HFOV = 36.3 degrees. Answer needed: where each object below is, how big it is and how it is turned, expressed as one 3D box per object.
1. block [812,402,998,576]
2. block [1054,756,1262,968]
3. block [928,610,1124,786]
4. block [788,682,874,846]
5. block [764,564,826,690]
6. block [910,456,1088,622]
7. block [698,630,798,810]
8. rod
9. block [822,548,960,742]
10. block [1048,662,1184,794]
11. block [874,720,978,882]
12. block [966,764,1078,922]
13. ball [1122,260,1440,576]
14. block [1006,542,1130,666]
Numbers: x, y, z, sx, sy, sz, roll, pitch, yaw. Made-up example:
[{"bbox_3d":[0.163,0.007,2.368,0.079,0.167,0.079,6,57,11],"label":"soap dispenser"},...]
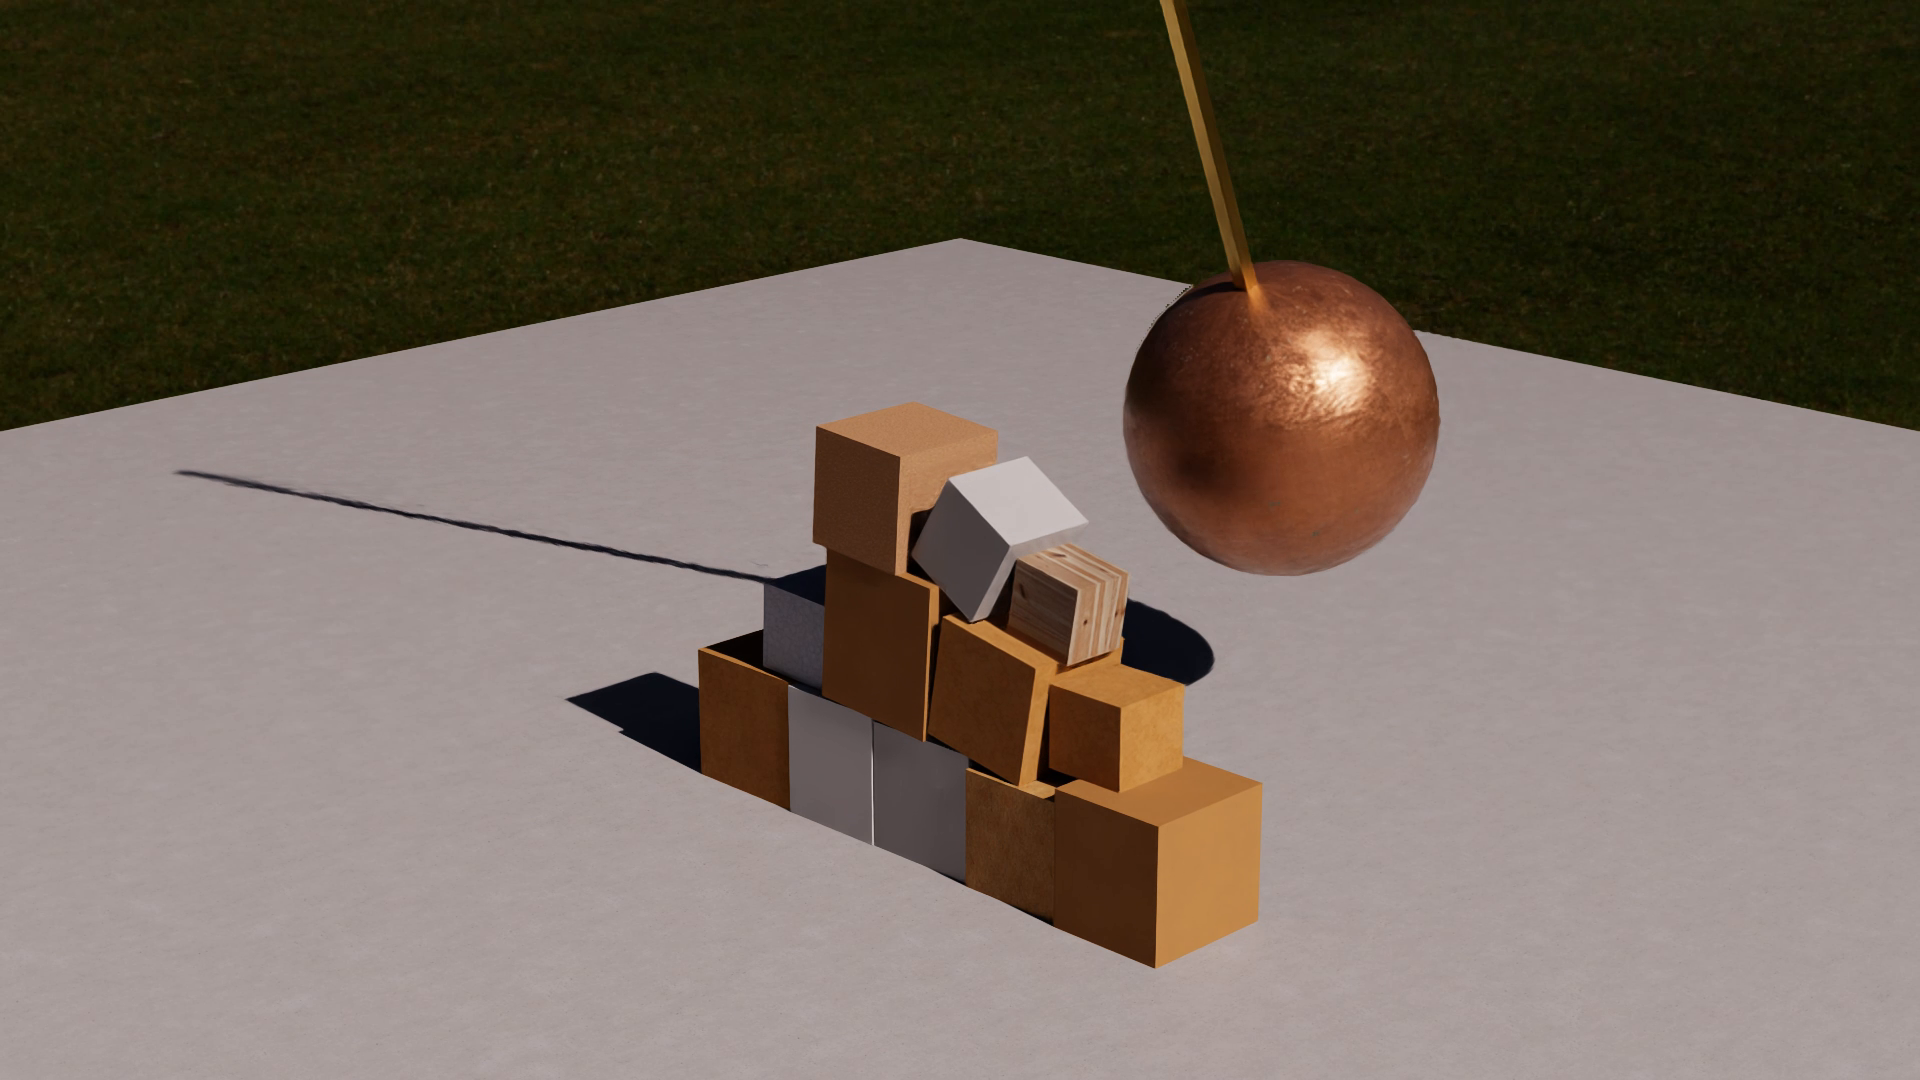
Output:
[{"bbox_3d":[-0.254,-0.245,13.506,0.623,0.565,0.555,-17,28,-42],"label":"block"},{"bbox_3d":[0.865,1.382,12.852,0.686,0.656,0.599,-17,24,-42],"label":"block"},{"bbox_3d":[0.294,0.657,13.218,0.574,0.590,0.584,-17,34,-42],"label":"block"},{"bbox_3d":[-0.390,0.997,14.089,0.638,0.649,0.578,-17,24,-42],"label":"block"},{"bbox_3d":[-0.610,0.419,14.091,0.460,0.432,0.488,-17,26,-42],"label":"block"},{"bbox_3d":[0.176,-0.007,13.138,0.504,0.475,0.448,-17,55,-42],"label":"block"},{"bbox_3d":[-0.848,0.861,14.504,0.586,0.660,0.666,-17,24,-42],"label":"block"},{"bbox_3d":[0.703,-3.335,13.031,0.080,5.200,0.080,17,46,42],"label":"rod"},{"bbox_3d":[-0.162,0.406,13.650,0.648,0.746,0.682,-17,28,-42],"label":"block"},{"bbox_3d":[0.687,0.819,12.891,0.419,0.395,0.414,17,24,42],"label":"block"},{"bbox_3d":[0.040,1.137,13.683,0.627,0.625,0.617,-17,24,-42],"label":"block"},{"bbox_3d":[0.453,1.295,13.272,0.640,0.571,0.568,-17,24,-42],"label":"block"},{"bbox_3d":[1.623,-0.613,14.850,1.600,1.600,1.600,0,17,0],"label":"ball"},{"bbox_3d":[0.478,0.280,12.932,0.341,0.370,0.372,-17,34,-42],"label":"block"}]
